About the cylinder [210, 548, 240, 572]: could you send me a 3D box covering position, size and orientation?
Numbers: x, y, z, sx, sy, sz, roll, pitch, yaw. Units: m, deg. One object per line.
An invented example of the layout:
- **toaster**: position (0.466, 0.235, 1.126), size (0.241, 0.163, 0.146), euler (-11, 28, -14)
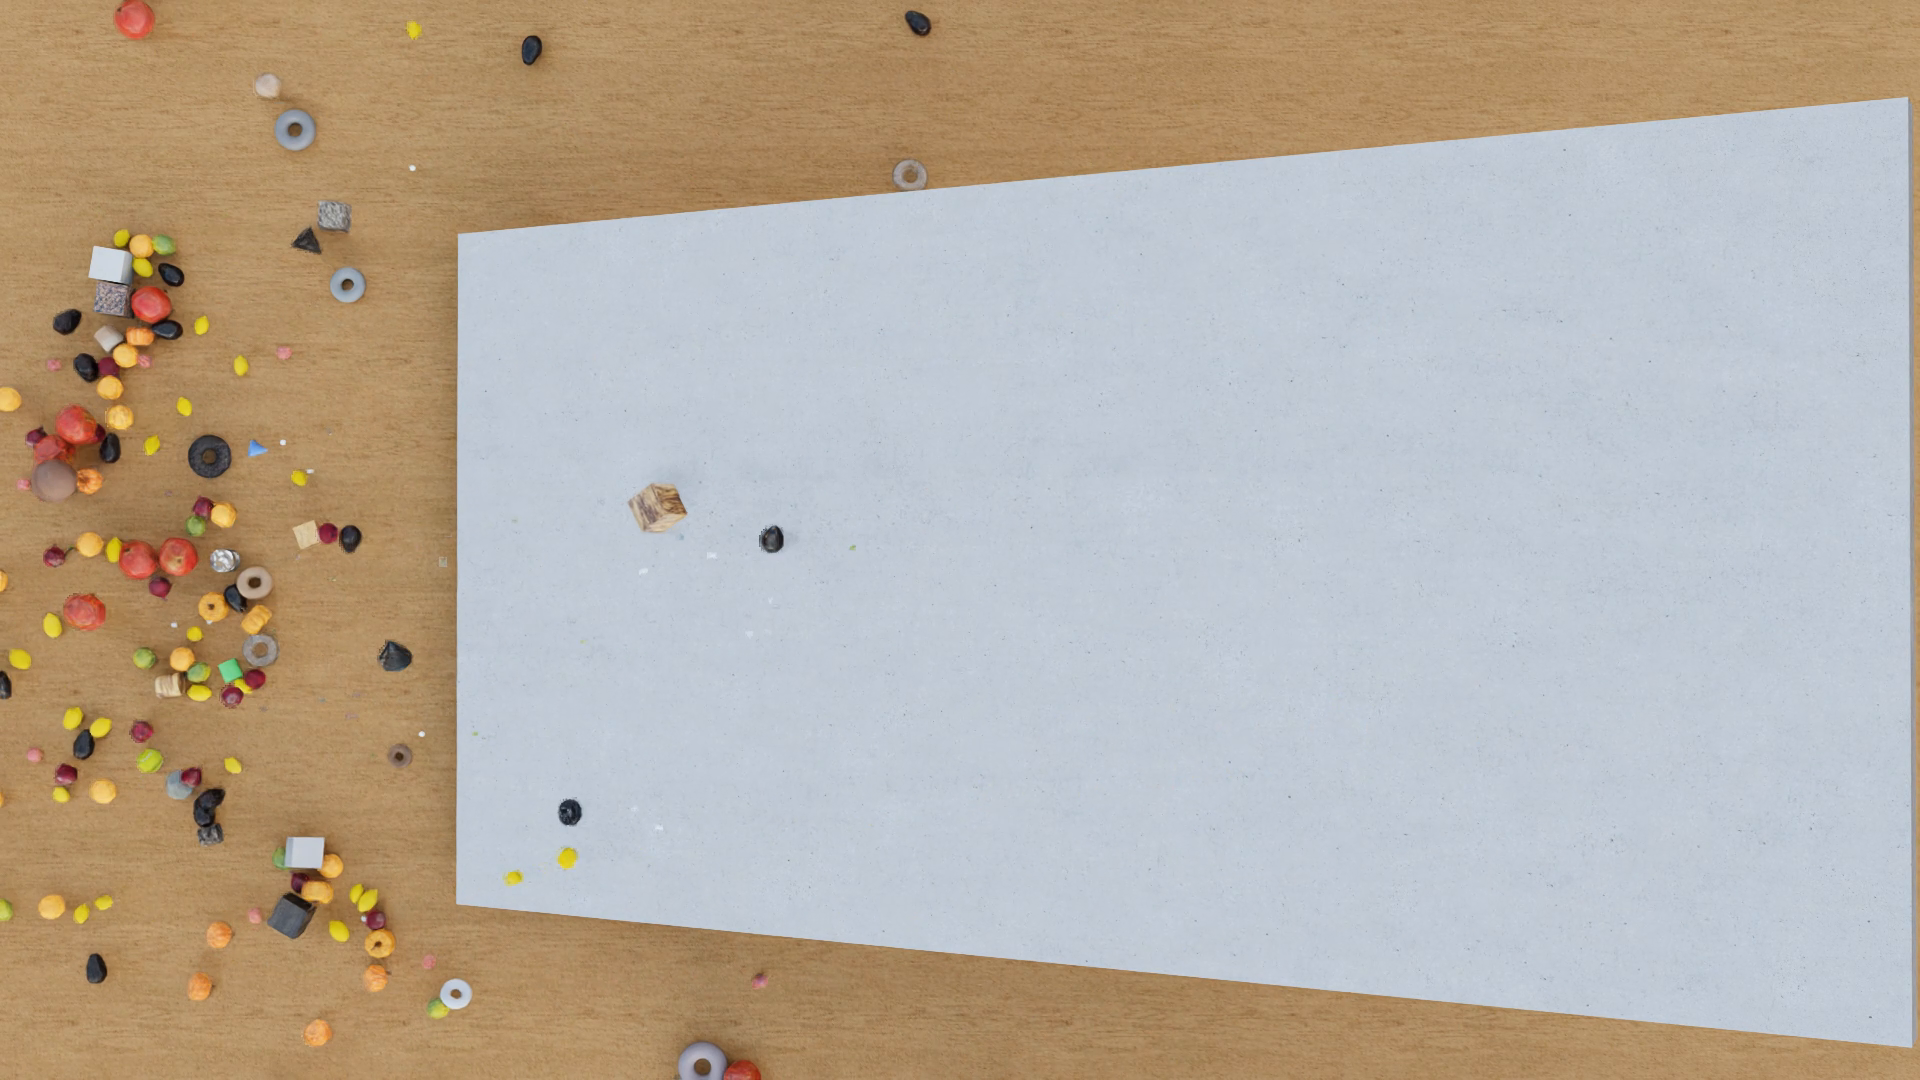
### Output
- **cylinder**: position (-2.210, 0.062, 6.616), size (0.070, 0.070, 0.070), euler (0, 89, 0)

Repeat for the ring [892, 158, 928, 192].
- **ring**: position (-0.150, -1.098, 6.645), size (0.111, 0.037, 0.111), euler (0, 91, -1)

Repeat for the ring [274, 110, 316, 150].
- **ring**: position (-2.008, -1.239, 6.644), size (0.126, 0.042, 0.126), euler (0, 88, 1)

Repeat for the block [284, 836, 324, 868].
- **block**: position (-1.960, 0.934, 6.576), size (0.090, 0.090, 0.090), euler (7, 80, -28)

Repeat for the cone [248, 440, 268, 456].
- **cone**: position (-2.116, -0.276, 6.643), size (0.054, 0.054, 0.054), euler (9, 89, -27)

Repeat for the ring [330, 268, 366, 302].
- **ring**: position (-1.849, -0.771, 6.642), size (0.109, 0.036, 0.109), euler (0, 88, 1)

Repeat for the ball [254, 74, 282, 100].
- **ball**: position (-2.085, -1.367, 6.627), size (0.078, 0.078, 0.078), euler (0, 89, 0)

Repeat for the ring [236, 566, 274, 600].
- **ring**: position (-2.122, 0.129, 6.621), size (0.106, 0.035, 0.106), euler (4, 70, -12)

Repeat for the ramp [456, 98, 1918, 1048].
- **ramp**: position (0.273, 0.076, 5.639), size (4.000, 0.100, 2.000), euler (0, 89, 29)

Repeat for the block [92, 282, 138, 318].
- **block**: position (-2.539, -0.721, 6.614), size (0.091, 0.091, 0.091), euler (8, 89, 0)

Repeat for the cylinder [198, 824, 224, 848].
- **cylinder**: position (-2.254, 0.889, 6.614), size (0.057, 0.057, 0.057), euler (-15, 89, 0)

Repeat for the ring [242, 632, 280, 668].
- **ring**: position (-2.107, 0.331, 6.630), size (0.112, 0.037, 0.112), euler (0, 88, 0)

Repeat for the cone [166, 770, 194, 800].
- **cone**: position (-2.358, 0.734, 6.595), size (0.087, 0.087, 0.087), euler (0, 81, 2)

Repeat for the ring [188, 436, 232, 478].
- **ring**: position (-2.263, -0.252, 6.633), size (0.131, 0.044, 0.131), euler (0, 88, 1)

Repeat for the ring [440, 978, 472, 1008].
- **ring**: position (-1.514, 1.362, 6.605), size (0.094, 0.031, 0.094), euler (10, 55, -14)

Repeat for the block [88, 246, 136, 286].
- **block**: position (-2.547, -0.823, 6.613), size (0.095, 0.095, 0.095), euler (10, 89, 0)

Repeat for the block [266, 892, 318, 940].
- **block**: position (-2.003, 1.127, 6.594), size (0.093, 0.093, 0.093), euler (30, 90, 1)

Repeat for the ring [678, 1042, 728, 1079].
- **ring**: position (-0.773, 1.583, 6.612), size (0.150, 0.050, 0.150), euler (0, 89, 1)

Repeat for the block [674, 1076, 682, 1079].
- **block**: position (-0.850, 1.652, 6.607), size (0.056, 0.056, 0.056), euler (36, 90, 0)

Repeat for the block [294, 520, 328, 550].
- **block**: position (-1.954, -0.016, 6.618), size (0.068, 0.068, 0.068), euler (-21, 89, 0)

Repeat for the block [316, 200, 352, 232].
- **block**: position (-1.884, -0.973, 6.622), size (0.079, 0.079, 0.079), euler (4, 89, 0)

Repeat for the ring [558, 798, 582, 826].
- **ring**: position (-1.124, 0.785, 6.333), size (0.079, 0.026, 0.079), euler (-1, 88, 30)

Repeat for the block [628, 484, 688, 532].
- **block**: position (-0.845, -0.089, 6.145), size (0.100, 0.100, 0.100), euler (-35, 74, 24)

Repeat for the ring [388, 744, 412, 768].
- **ring**: position (-1.690, 0.652, 6.633), size (0.075, 0.025, 0.075), euler (0, 90, 1)

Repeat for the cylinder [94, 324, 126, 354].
- **cylinder**: position (-2.560, -0.606, 6.626), size (0.065, 0.065, 0.065), euler (-39, 90, 0)

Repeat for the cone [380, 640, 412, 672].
- **cone**: position (-1.696, 0.327, 6.575), size (0.098, 0.098, 0.098), euler (0, 53, -1)
